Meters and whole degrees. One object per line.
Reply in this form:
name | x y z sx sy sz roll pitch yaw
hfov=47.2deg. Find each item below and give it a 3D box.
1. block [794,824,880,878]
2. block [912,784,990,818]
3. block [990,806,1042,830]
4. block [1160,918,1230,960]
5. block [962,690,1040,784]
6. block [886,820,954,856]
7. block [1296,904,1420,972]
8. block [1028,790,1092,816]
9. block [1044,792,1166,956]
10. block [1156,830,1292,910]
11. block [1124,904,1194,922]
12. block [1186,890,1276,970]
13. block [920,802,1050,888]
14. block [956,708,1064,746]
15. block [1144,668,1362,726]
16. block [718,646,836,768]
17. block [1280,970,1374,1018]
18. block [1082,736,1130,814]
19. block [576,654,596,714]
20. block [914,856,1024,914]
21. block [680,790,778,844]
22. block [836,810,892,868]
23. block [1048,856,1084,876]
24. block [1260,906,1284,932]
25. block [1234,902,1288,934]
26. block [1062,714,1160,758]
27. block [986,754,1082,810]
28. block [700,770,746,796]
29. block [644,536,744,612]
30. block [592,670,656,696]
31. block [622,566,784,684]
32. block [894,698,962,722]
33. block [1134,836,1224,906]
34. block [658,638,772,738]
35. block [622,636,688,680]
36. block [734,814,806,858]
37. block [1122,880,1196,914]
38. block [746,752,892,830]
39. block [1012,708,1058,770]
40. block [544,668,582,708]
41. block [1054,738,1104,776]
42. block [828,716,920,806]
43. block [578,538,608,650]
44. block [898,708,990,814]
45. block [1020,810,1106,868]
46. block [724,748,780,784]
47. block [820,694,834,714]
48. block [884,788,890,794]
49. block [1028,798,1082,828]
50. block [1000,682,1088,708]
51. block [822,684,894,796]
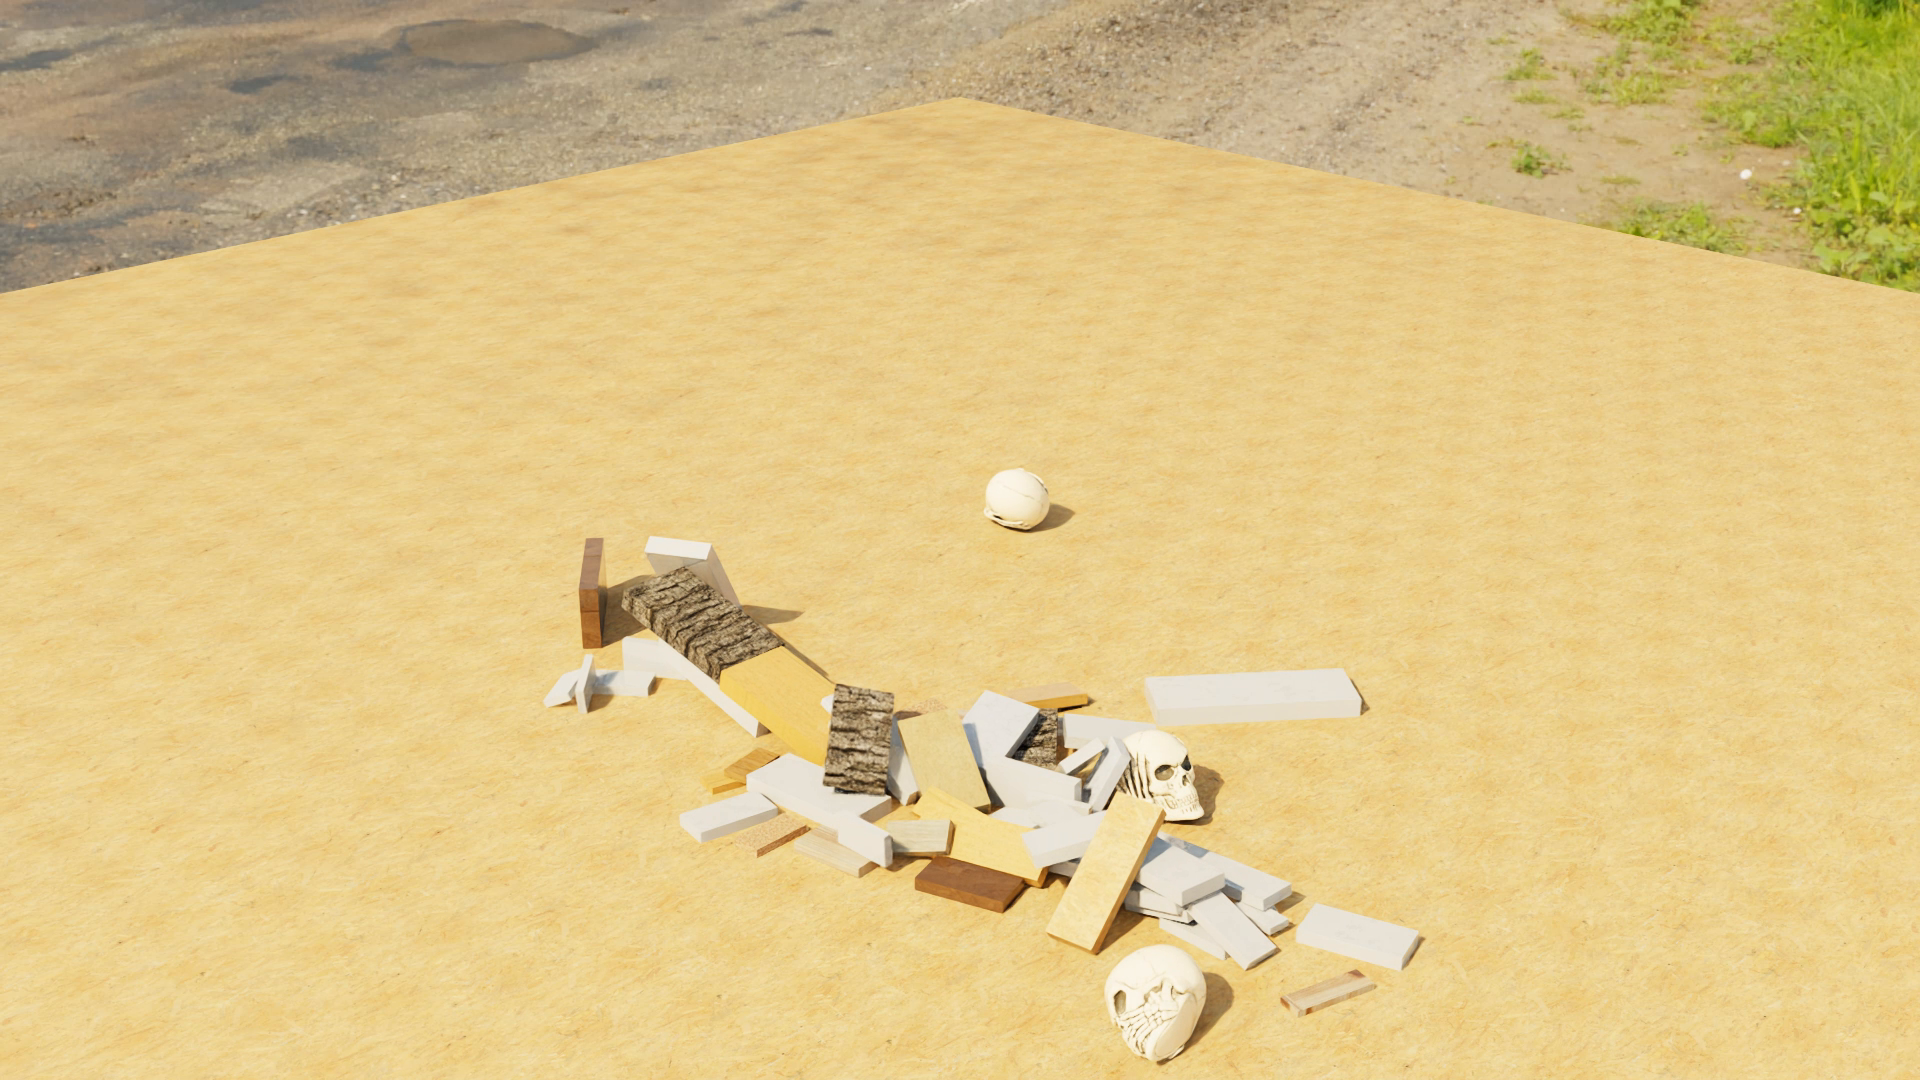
block | -0.234 0.609 4.297 0.165 0.023 0.082 17 28 35
block | 0.025 0.566 4.322 0.260 0.019 0.067 25 65 32
block | 0.117 0.558 4.356 0.140 0.020 0.070 1 18 46
block | 0.450 0.718 4.041 0.077 0.022 0.154 -21 31 -40
block | 0.060 0.412 4.616 0.126 0.036 0.252 19 34 17
block | -0.082 0.580 4.283 0.134 0.019 0.067 -5 56 22
block | 0.726 0.724 4.017 0.199 0.028 0.099 12 26 26
block | 0.199 0.546 4.387 0.133 0.067 0.019 11 28 24
block | 0.270 0.612 4.049 0.099 0.028 0.299 17 67 31
block | 0.454 0.622 4.222 0.082 0.023 0.396 -20 25 -39
block | 0.389 0.675 4.092 0.077 0.022 0.154 -21 16 -41
block | 0.493 0.706 3.992 0.077 0.022 0.154 -20 52 -40
block | 0.046 0.589 4.261 0.287 0.029 0.101 11 59 28
block | 0.106 0.406 4.771 0.309 0.025 0.088 4 23 9
block | 0.648 0.348 4.884 0.453 0.043 0.153 -2 23 -5
block | -0.337 0.363 4.739 0.351 0.050 0.175 34 38 32
block | 0.646 0.797 3.865 0.170 0.014 0.050 -13 26 -28
block | 0.286 0.483 4.420 0.023 0.165 0.082 22 17 -18
block | -0.832 0.320 4.890 0.018 0.064 0.128 0 36 3
block | 0.018 0.655 4.184 0.186 0.026 0.093 11 25 25
block | -0.465 0.555 4.421 0.175 0.025 0.088 -15 27 -32
block | -0.185 0.577 4.254 0.134 0.067 0.019 21 33 40
block | 0.252 0.612 4.216 0.107 0.030 0.214 -21 18 -41
block | 0.565 0.695 4.103 0.050 0.014 0.101 -4 23 -10
block | 0.553 0.695 4.068 0.050 0.014 0.101 -19 29 -36
block | 0.322 0.418 4.701 0.199 0.028 0.099 7 24 -4
block | 0.149 0.507 4.436 0.202 0.101 0.029 13 29 29
block | -0.475 0.496 4.571 0.115 0.016 0.058 -14 27 -29
block | -0.622 0.100 5.171 0.153 0.307 0.043 7 59 15
block | -0.773 0.323 4.972 0.157 0.022 0.078 3 23 6
block | -0.577 0.191 4.931 0.351 0.050 0.176 34 39 31
block | -0.024 0.429 4.642 0.126 0.036 0.252 -19 41 -37
block | 0.377 0.607 4.076 0.107 0.030 0.214 -17 25 -34
block | -0.494 0.296 4.890 0.175 0.050 0.351 -21 45 -40
block | -0.694 0.271 5.022 0.157 0.078 0.022 7 24 17
block | -0.376 0.585 4.357 0.067 0.019 0.133 20 30 39
block | 0.359 0.649 4.113 0.107 0.030 0.214 -21 16 -40
block | -0.289 0.518 4.493 0.288 0.036 0.126 18 29 36
block | 0.160 0.426 4.678 0.093 0.026 0.186 0 34 4
block | -0.881 0.329 4.927 0.064 0.018 0.128 -17 20 19
block | 0.240 0.452 4.478 0.093 0.026 0.186 -33 -10 -10
block | -0.146 0.436 4.567 0.126 0.036 0.251 -22 54 -41
block | -0.878 0.125 5.270 0.043 0.153 0.307 -2 23 -5
block | -0.034 0.462 4.477 0.126 0.036 0.251 -13 50 -10
block | 0.226 0.561 4.156 0.203 0.029 0.101 -15 18 -8
block | -0.433 0.470 4.589 0.058 0.016 0.115 14 27 31
block | -0.193 0.410 4.645 0.064 0.018 0.242 -22 56 -41
block | -0.150 0.482 4.553 0.058 0.016 0.115 33 39 13
block | 0.199 0.548 4.276 0.070 0.020 0.140 -15 25 -28
block | 0.185 0.349 4.874 0.175 0.025 0.088 -6 17 -27
block | -0.207 0.408 4.517 0.126 0.036 0.251 10 42 -6
